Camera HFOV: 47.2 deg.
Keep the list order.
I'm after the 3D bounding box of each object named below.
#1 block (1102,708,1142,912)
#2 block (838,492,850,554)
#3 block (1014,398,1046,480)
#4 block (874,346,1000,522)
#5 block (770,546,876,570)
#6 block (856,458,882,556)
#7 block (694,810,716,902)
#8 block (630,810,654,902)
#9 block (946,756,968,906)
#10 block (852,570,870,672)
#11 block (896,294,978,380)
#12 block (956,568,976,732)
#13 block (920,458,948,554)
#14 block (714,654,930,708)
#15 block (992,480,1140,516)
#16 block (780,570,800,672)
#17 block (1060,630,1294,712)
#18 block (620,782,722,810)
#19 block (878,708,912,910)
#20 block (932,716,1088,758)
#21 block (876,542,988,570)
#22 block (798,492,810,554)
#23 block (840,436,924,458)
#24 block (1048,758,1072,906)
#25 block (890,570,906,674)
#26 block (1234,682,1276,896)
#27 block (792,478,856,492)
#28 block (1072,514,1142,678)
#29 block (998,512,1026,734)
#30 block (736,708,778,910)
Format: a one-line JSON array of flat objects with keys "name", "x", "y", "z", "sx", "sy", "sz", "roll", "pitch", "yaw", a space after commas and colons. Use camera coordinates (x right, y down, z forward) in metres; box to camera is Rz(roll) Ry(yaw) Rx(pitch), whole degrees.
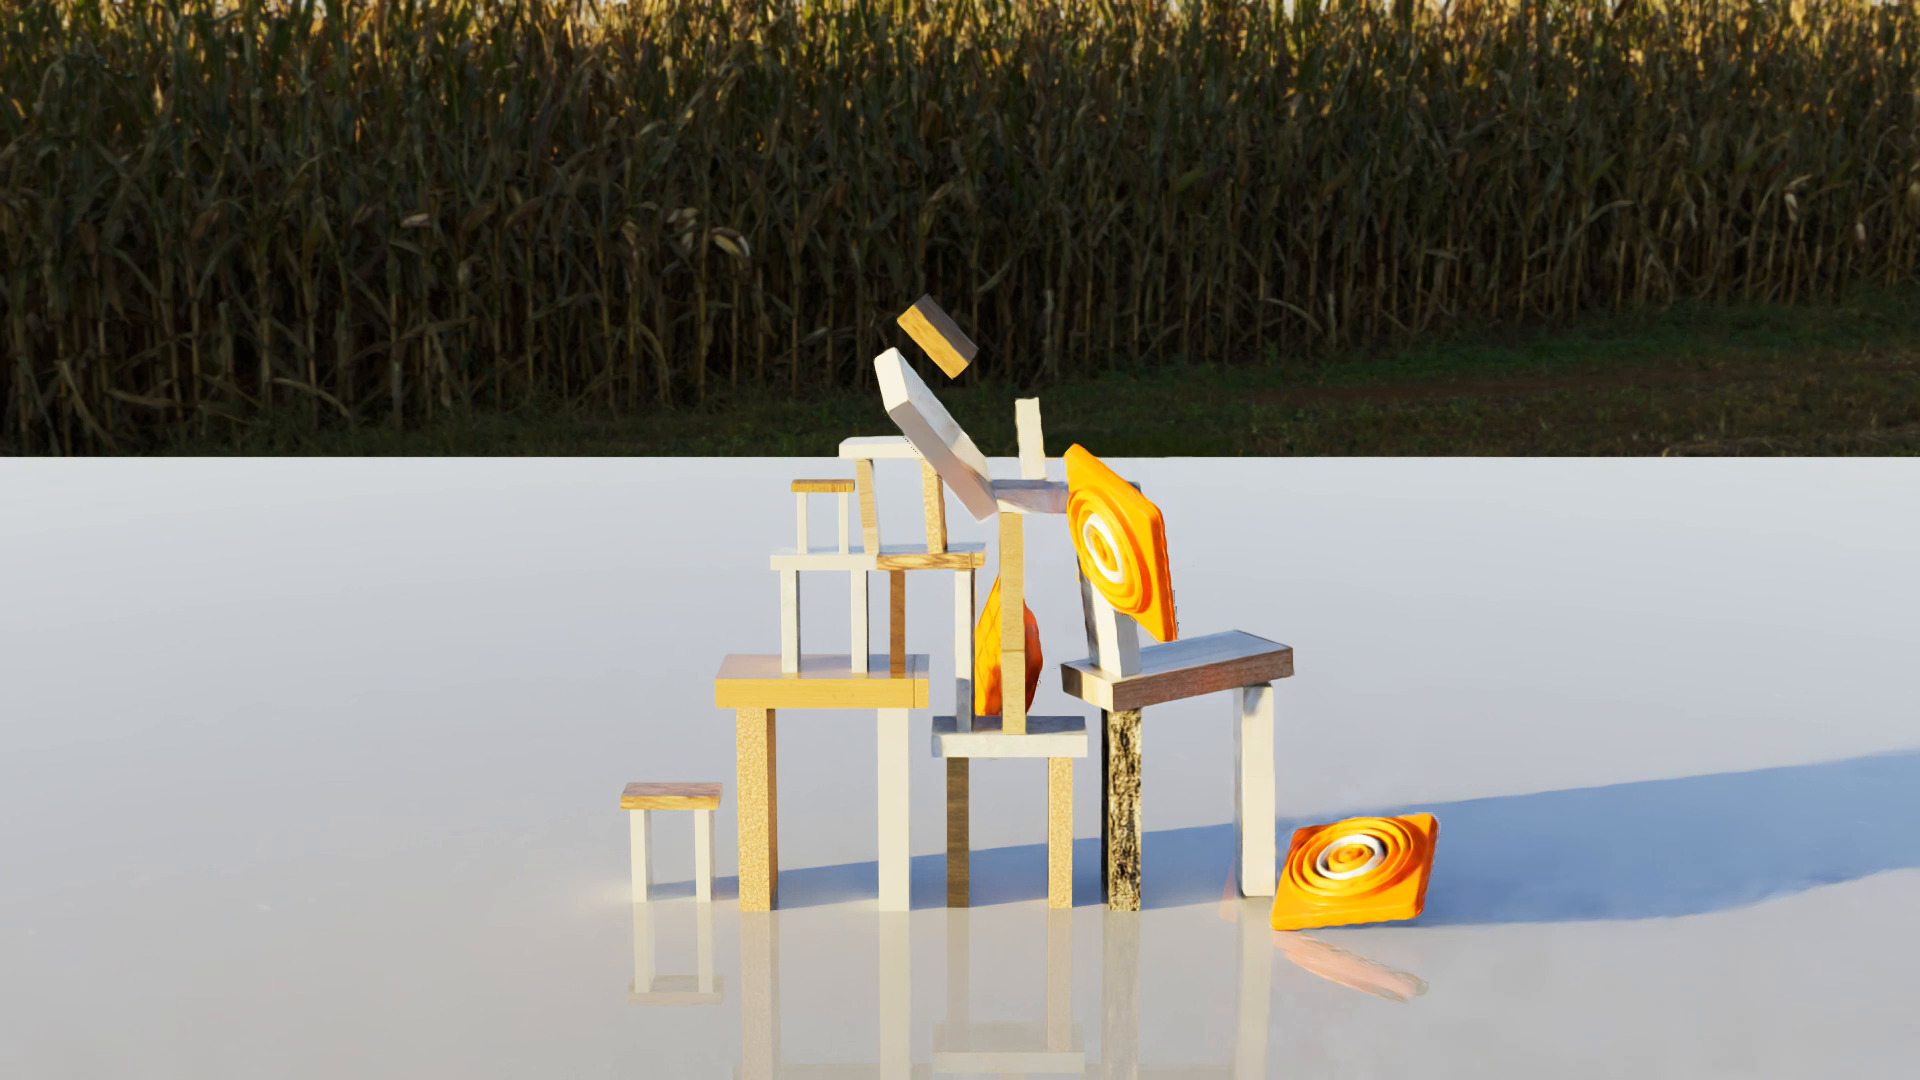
[{"name": "block", "x": 0.266, "y": 0.421, "z": 3.639, "sx": 0.049, "sy": 0.343, "sz": 0.171, "roll": -1, "pitch": 11, "yaw": -1}, {"name": "block", "x": -0.186, "y": -0.031, "z": 3.550, "sx": 0.014, "sy": 0.100, "sz": 0.050, "roll": 0, "pitch": 11, "yaw": 0}, {"name": "block", "x": 0.123, "y": -0.167, "z": 3.857, "sx": 0.039, "sy": 0.136, "sz": 0.273, "roll": -6, "pitch": -1, "yaw": 1}, {"name": "block", "x": -0.035, "y": -0.163, "z": 3.406, "sx": 0.039, "sy": 0.273, "sz": 0.136, "roll": -30, "pitch": 40, "yaw": 13}, {"name": "block", "x": -0.219, "y": 0.029, "z": 3.565, "sx": 0.169, "sy": 0.024, "sz": 0.085, "roll": 0, "pitch": 11, "yaw": 0}, {"name": "block", "x": -0.147, "y": -0.060, "z": 3.544, "sx": 0.022, "sy": 0.157, "sz": 0.078, "roll": -5, "pitch": 10, "yaw": 3}, {"name": "block", "x": -0.423, "y": 0.512, "z": 3.654, "sx": 0.022, "sy": 0.158, "sz": 0.079, "roll": 0, "pitch": 11, "yaw": 0}, {"name": "block", "x": -0.529, "y": 0.512, "z": 3.654, "sx": 0.022, "sy": 0.158, "sz": 0.079, "roll": 0, "pitch": 11, "yaw": 0}, {"name": "block", "x": -0.003, "y": 0.465, "z": 3.643, "sx": 0.036, "sy": 0.253, "sz": 0.126, "roll": 0, "pitch": 10, "yaw": 0}, {"name": "block", "x": -0.162, "y": 0.124, "z": 3.583, "sx": 0.024, "sy": 0.169, "sz": 0.085, "roll": 0, "pitch": 11, "yaw": 0}, {"name": "block", "x": -0.036, "y": -0.354, "z": 3.801, "sx": 0.039, "sy": 0.136, "sz": 0.273, "roll": -42, "pitch": 5, "yaw": 10}, {"name": "block", "x": 0.009, "y": 0.171, "z": 3.579, "sx": 0.024, "sy": 0.271, "sz": 0.085, "roll": 1, "pitch": 15, "yaw": 5}, {"name": "block", "x": -0.041, "y": -0.063, "z": 3.531, "sx": 0.022, "sy": 0.157, "sz": 0.078, "roll": -3, "pitch": 12, "yaw": 6}, {"name": "block", "x": -0.221, "y": 0.230, "z": 3.604, "sx": 0.341, "sy": 0.048, "sz": 0.171, "roll": 0, "pitch": 11, "yaw": 0}, {"name": "block", "x": 0.158, "y": -0.070, "z": 3.555, "sx": 0.257, "sy": 0.036, "sz": 0.129, "roll": 1, "pitch": 9, "yaw": 8}, {"name": "block", "x": -0.275, "y": 0.124, "z": 3.583, "sx": 0.024, "sy": 0.169, "sz": 0.085, "roll": 0, "pitch": 11, "yaw": 0}, {"name": "block", "x": 0.359, "y": 0.214, "z": 3.634, "sx": 0.343, "sy": 0.049, "sz": 0.171, "roll": -9, "pitch": 12, "yaw": -24}, {"name": "block", "x": -0.476, "y": 0.423, "z": 3.638, "sx": 0.158, "sy": 0.022, "sz": 0.079, "roll": 0, "pitch": 11, "yaw": 0}, {"name": "block", "x": -0.107, "y": 0.422, "z": 3.640, "sx": 0.048, "sy": 0.341, "sz": 0.171, "roll": 0, "pitch": 11, "yaw": 0}, {"name": "block", "x": 0.081, "y": 0.323, "z": 3.618, "sx": 0.253, "sy": 0.036, "sz": 0.126, "roll": 0, "pitch": 10, "yaw": 1}, {"name": "block", "x": -0.045, "y": 0.026, "z": 3.552, "sx": 0.170, "sy": 0.024, "sz": 0.085, "roll": -2, "pitch": 12, "yaw": 6}, {"name": "block", "x": -0.253, "y": -0.031, "z": 3.550, "sx": 0.014, "sy": 0.100, "sz": 0.050, "roll": 0, "pitch": 11, "yaw": 0}, {"name": "block", "x": -0.108, "y": -0.149, "z": 3.519, "sx": 0.157, "sy": 0.022, "sz": 0.078, "roll": 0, "pitch": 12, "yaw": 10}, {"name": "block", "x": 0.166, "y": 0.465, "z": 3.642, "sx": 0.036, "sy": 0.253, "sz": 0.126, "roll": 0, "pitch": 10, "yaw": 1}, {"name": "block", "x": -0.101, "y": 0.124, "z": 3.579, "sx": 0.024, "sy": 0.170, "sz": 0.085, "roll": 0, "pitch": 11, "yaw": 0}, {"name": "block", "x": 0.490, "y": 0.406, "z": 3.669, "sx": 0.049, "sy": 0.343, "sz": 0.171, "roll": -1, "pitch": 3, "yaw": 2}, {"name": "block", "x": -0.220, "y": -0.087, "z": 3.540, "sx": 0.100, "sy": 0.014, "sz": 0.050, "roll": 0, "pitch": 11, "yaw": 0}, {"name": "block", "x": 0.236, "y": 0.082, "z": 3.549, "sx": 0.036, "sy": 0.257, "sz": 0.129, "roll": -11, "pitch": 12, "yaw": -18}, {"name": "block", "x": 0.084, "y": 0.126, "z": 3.590, "sx": 0.036, "sy": 0.360, "sz": 0.129, "roll": -1, "pitch": 9, "yaw": 0}, {"name": "block", "x": -0.335, "y": 0.422, "z": 3.640, "sx": 0.048, "sy": 0.341, "sz": 0.171, "roll": 0, "pitch": 11, "yaw": 0}]
